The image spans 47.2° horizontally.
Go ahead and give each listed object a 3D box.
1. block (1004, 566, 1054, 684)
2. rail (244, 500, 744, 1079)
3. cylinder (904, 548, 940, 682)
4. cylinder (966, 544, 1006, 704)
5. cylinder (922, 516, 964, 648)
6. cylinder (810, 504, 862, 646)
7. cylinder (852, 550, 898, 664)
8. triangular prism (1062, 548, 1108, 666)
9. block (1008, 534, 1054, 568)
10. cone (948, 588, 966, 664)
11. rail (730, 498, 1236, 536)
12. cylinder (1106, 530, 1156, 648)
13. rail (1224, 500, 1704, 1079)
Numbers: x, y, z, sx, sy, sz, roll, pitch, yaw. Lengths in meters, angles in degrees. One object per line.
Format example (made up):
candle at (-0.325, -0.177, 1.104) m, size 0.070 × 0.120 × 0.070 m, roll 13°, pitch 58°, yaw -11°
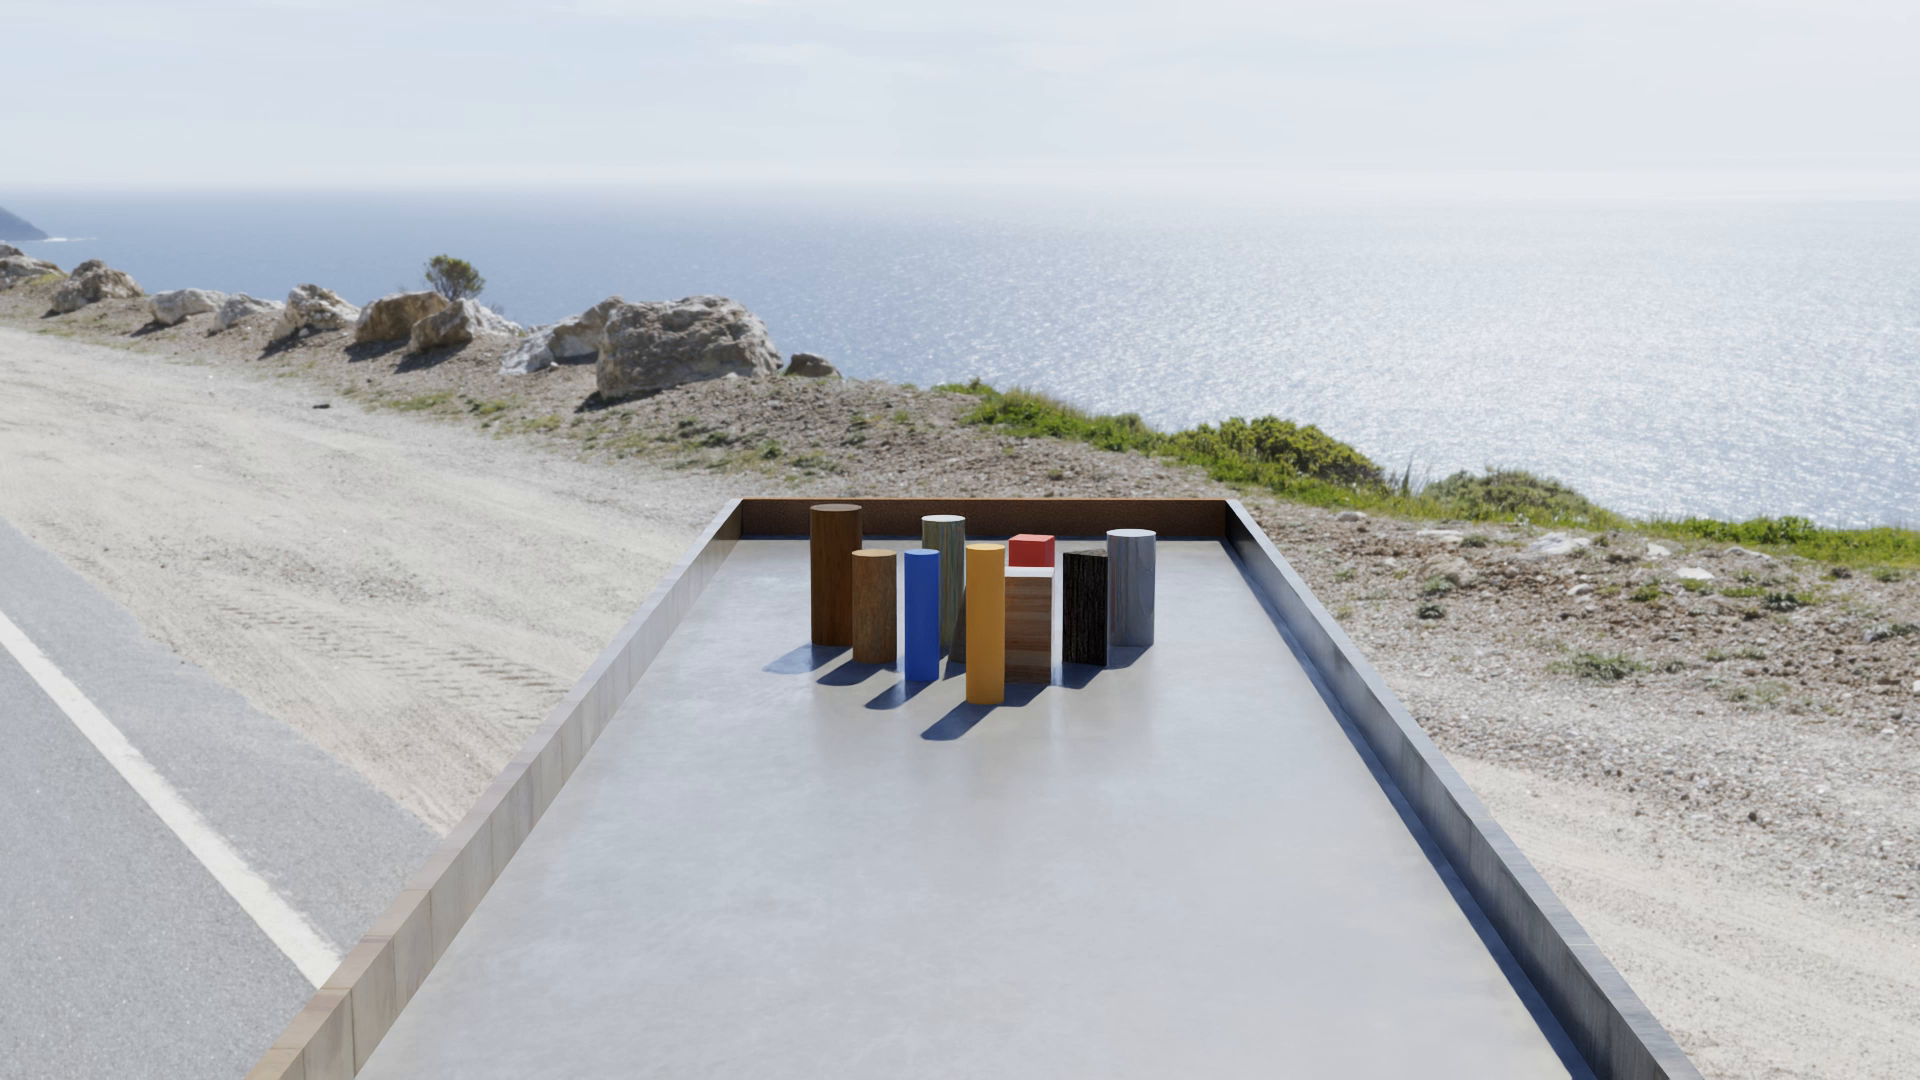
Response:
block at (0.189, 0.248, 6.444) m, size 0.165 × 0.314 × 0.165 m, roll 1°, pitch 9°, yaw 5°
rail at (-1.004, 0.839, 3.234) m, size 0.050 × 0.150 × 12.000 m, roll 0°, pitch 9°, yaw 1°
cylinder at (-0.111, 0.220, 6.425) m, size 0.101 × 0.375 × 0.101 m, roll 0°, pitch 9°, yaw 0°
cylinder at (0.071, 0.234, 6.138) m, size 0.109 × 0.436 × 0.109 m, roll 0°, pitch 9°, yaw 0°
cylinder at (-0.052, 0.129, 6.925) m, size 0.136 × 0.399 × 0.136 m, roll 0°, pitch 9°, yaw 0°
cylinder at (-0.390, 0.110, 6.948) m, size 0.164 × 0.429 × 0.164 m, roll 0°, pitch 9°, yaw 0°
cylinder at (-0.260, 0.201, 6.692) m, size 0.136 × 0.328 × 0.136 m, roll 0°, pitch 9°, yaw 0°
triangular prism at (0.406, 0.200, 6.680) m, size 0.149 × 0.334 × 0.129 m, roll 5°, pitch 10°, yaw 29°
block at (0.226, 0.159, 6.931) m, size 0.117 × 0.336 × 0.117 m, roll 3°, pitch 9°, yaw 17°
cone at (0.045, 0.194, 6.699) m, size 0.165 × 0.339 × 0.165 m, roll 0°, pitch 9°, yaw 0°
rail at (0.099, -0.098, 9.147) m, size 2.100 × 0.150 × 0.050 m, roll 0°, pitch 9°, yaw 1°
cylinder at (0.538, 0.150, 6.939) m, size 0.155 × 0.351 × 0.155 m, roll 0°, pitch 9°, yaw 0°
rail at (1.046, 0.843, 3.208) m, size 0.050 × 0.150 × 12.000 m, roll 0°, pitch 9°, yaw 1°
